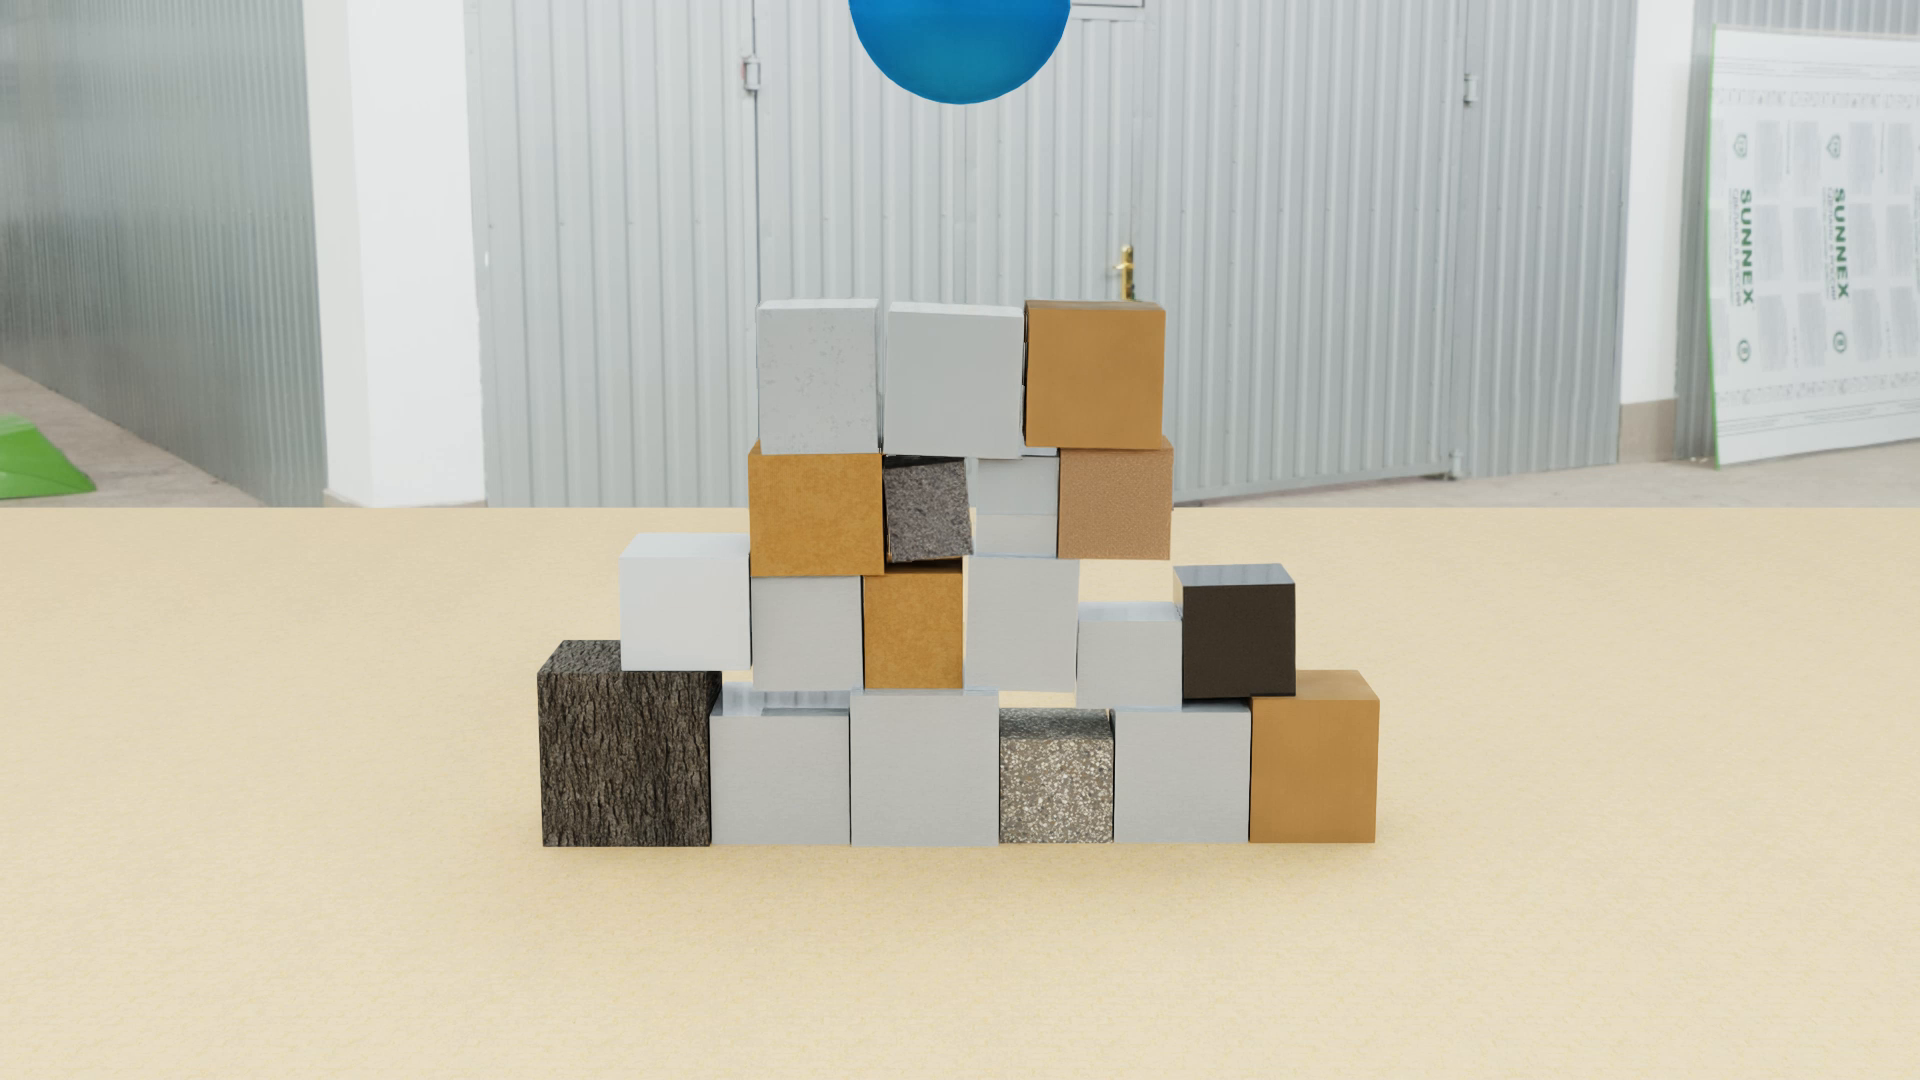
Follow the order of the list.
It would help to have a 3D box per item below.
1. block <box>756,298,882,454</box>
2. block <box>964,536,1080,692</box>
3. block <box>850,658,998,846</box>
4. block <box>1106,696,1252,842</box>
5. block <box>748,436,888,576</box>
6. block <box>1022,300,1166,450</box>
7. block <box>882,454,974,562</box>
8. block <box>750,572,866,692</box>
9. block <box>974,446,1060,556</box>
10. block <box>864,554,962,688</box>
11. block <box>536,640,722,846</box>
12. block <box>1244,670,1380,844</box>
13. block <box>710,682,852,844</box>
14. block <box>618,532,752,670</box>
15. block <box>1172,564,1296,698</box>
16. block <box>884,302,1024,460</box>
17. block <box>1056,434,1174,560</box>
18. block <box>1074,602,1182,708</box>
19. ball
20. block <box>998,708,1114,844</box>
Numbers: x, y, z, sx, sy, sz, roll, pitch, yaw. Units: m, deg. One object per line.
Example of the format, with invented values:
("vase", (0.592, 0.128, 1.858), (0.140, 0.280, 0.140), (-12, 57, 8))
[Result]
("block", (-0.695, -0.829, 11.046), (0.573, 0.714, 0.611), (-1, 10, 0))
("block", (0.310, 0.374, 11.256), (0.552, 0.677, 0.585), (2, 10, 0))
("block", (-0.176, 1.089, 11.390), (0.740, 0.783, 0.789), (0, 10, 0))
("block", (1.119, 1.141, 11.388), (0.677, 0.680, 0.644), (0, 10, 0))
("block", (-0.711, -0.178, 11.154), (0.657, 0.605, 0.622), (-1, 10, 0))
("block", (0.660, -0.836, 11.014), (0.665, 0.677, 0.589), (1, 10, 0))
("block", (-0.159, -0.179, 11.155), (0.407, 0.472, 0.450), (-6, 10, 1))
("block", (-0.767, 0.417, 11.243), (0.550, 0.596, 0.515), (-1, 10, 0))
("block", (0.285, -0.204, 11.137), (0.404, 0.501, 0.410), (2, 10, 0))
("block", (-0.231, 0.412, 11.274), (0.492, 0.589, 0.516), (0, 10, 0))
("block", (-1.681, 1.037, 11.355), (0.839, 0.898, 0.742), (0, 10, 0))
("block", (1.784, 1.110, 11.375), (0.633, 0.746, 0.637), (0, 10, 0))
("block", (-0.904, 1.145, 11.396), (0.696, 0.669, 0.716), (0, 10, 0))
("block", (-1.368, 0.307, 11.252), (0.640, 0.575, 0.686), (0, 10, 0))
("block", (1.399, 0.459, 11.269), (0.562, 0.576, 0.528), (-2, 10, 0))
("block", (-0.033, -0.811, 11.046), (0.661, 0.698, 0.658), (2, 10, 0))
("block", (0.772, -0.224, 11.127), (0.555, 0.564, 0.489), (1, 10, 0))
("block", (0.851, 0.586, 11.275), (0.529, 0.453, 0.472), (0, 10, 0))
("ball", (0.000, -3.923, 15.706), (1.600, 1.600, 1.600), (0, 10, 0))
("block", (0.487, 1.211, 11.393), (0.567, 0.540, 0.642), (0, 10, 0))
